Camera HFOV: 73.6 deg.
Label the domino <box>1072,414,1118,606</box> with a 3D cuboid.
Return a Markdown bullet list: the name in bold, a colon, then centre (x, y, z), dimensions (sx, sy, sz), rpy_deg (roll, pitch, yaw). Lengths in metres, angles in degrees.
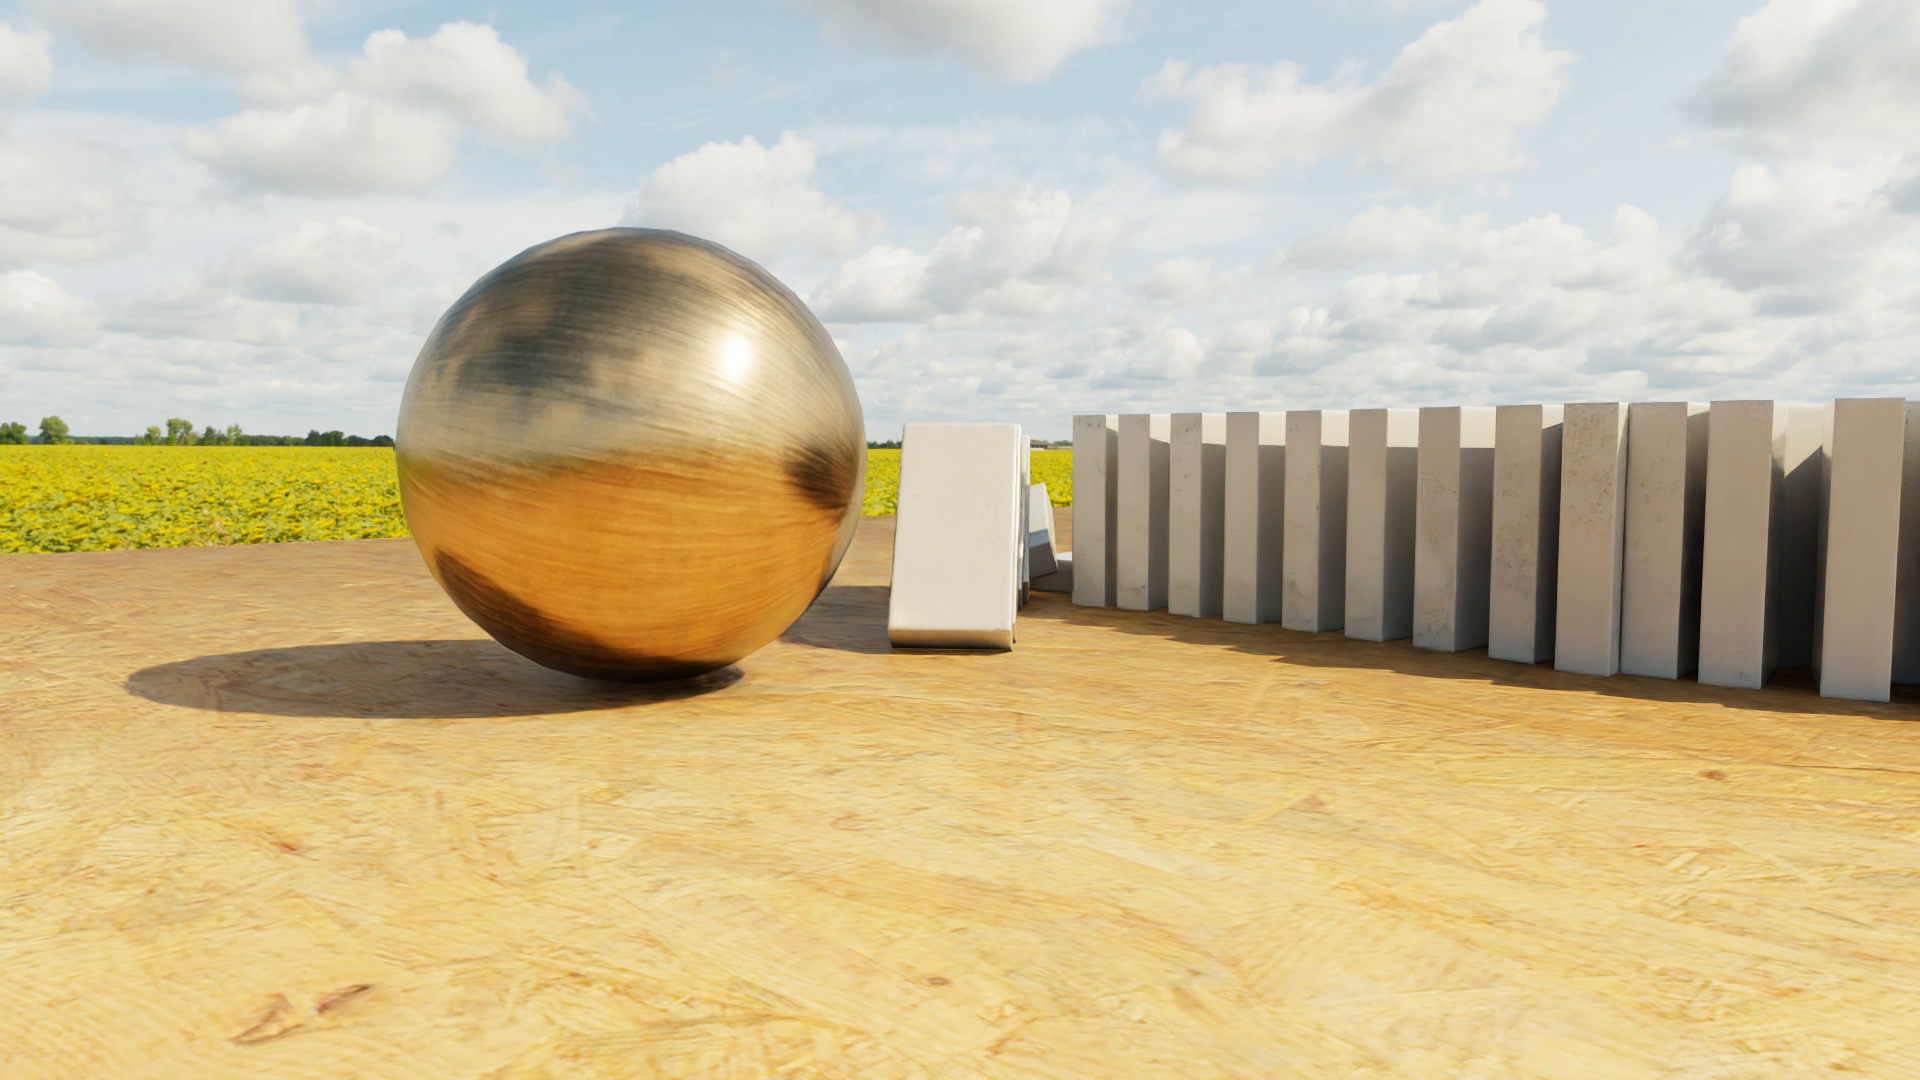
- **domino**: centre (0.040, -0.008, 0.346), dimensions (0.010, 0.050, 0.025), rpy_deg (3, 5, 32)

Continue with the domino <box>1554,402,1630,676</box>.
- **domino**: centre (0.124, -0.001, 0.245), dimensions (0.010, 0.050, 0.025), rpy_deg (4, 6, 43)

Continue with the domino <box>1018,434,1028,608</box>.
- **domino**: centre (0.005, -0.006, 0.344), dimensions (0.025, 0.050, 0.010), rpy_deg (1, -34, 5)

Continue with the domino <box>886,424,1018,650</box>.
- **domino**: centre (-0.001, -0.001, 0.274), dimensions (0.025, 0.050, 0.009), rpy_deg (0, -29, 5)

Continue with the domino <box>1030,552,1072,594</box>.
- **domino**: centre (0.045, 0.009, 0.387), dimensions (0.025, 0.010, 0.050), rpy_deg (3, 5, 39)

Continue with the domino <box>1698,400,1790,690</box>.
- **domino**: centre (0.143, 0.000, 0.233), dimensions (0.009, 0.050, 0.025), rpy_deg (3, 5, 38)

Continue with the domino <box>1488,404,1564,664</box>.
- **domino**: centre (0.118, -0.002, 0.257), dimensions (0.025, 0.050, 0.010), rpy_deg (-3, 5, -36)

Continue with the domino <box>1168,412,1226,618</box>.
- **domino**: centre (0.065, -0.007, 0.325), dimensions (0.025, 0.050, 0.010), rpy_deg (-4, 6, -43)

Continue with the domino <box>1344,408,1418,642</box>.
- **domino**: centre (0.098, -0.004, 0.285), dimensions (0.025, 0.050, 0.009), rpy_deg (-3, 5, -37)

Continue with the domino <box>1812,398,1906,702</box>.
- **domino**: centre (0.155, 0.001, 0.223), dimensions (0.009, 0.050, 0.025), rpy_deg (3, 5, 31)

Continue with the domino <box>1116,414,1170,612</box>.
- **domino**: centre (0.052, -0.008, 0.337), dimensions (0.010, 0.050, 0.025), rpy_deg (4, 6, 40)

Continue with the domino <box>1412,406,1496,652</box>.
- **domino**: centre (0.108, -0.003, 0.271), dimensions (0.025, 0.050, 0.010), rpy_deg (-3, 5, -36)

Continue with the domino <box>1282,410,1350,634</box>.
- **domino**: centre (0.087, -0.005, 0.299), dimensions (0.025, 0.050, 0.009), rpy_deg (-3, 6, -39)

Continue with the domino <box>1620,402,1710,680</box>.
- **domino**: centre (0.134, -0.001, 0.242), dimensions (0.010, 0.050, 0.025), rpy_deg (4, 6, 43)

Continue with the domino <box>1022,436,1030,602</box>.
- **domino**: centre (0.007, -0.007, 0.356), dimensions (0.025, 0.050, 0.010), rpy_deg (0, -35, 4)

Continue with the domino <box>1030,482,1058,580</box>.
- **domino**: centre (0.015, -0.001, 0.381), dimensions (0.025, 0.009, 0.050), rpy_deg (-15, 20, 8)

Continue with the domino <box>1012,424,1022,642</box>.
- **domino**: centre (0.001, -0.002, 0.285), dimensions (0.025, 0.050, 0.010), rpy_deg (0, -29, 5)

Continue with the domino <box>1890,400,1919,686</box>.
- **domino**: centre (0.174, 0.000, 0.236), dimensions (0.010, 0.050, 0.025), rpy_deg (2, 5, 29)

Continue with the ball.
- **ball**: centre (-0.056, -0.015, 0.228), dimensions (0.080, 0.080, 0.080), rpy_deg (0, 4, 0)

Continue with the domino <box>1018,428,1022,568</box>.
- **domino**: centre (0.003, -0.006, 0.331), dimensions (0.025, 0.050, 0.010), rpy_deg (0, -30, 5)

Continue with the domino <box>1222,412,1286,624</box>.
- **domino**: centre (0.076, -0.006, 0.312), dimensions (0.025, 0.050, 0.010), rpy_deg (-4, 6, -40)

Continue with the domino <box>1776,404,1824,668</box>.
- **domino**: centre (0.164, -0.001, 0.250), dimensions (0.025, 0.050, 0.010), rpy_deg (-2, 5, -22)
